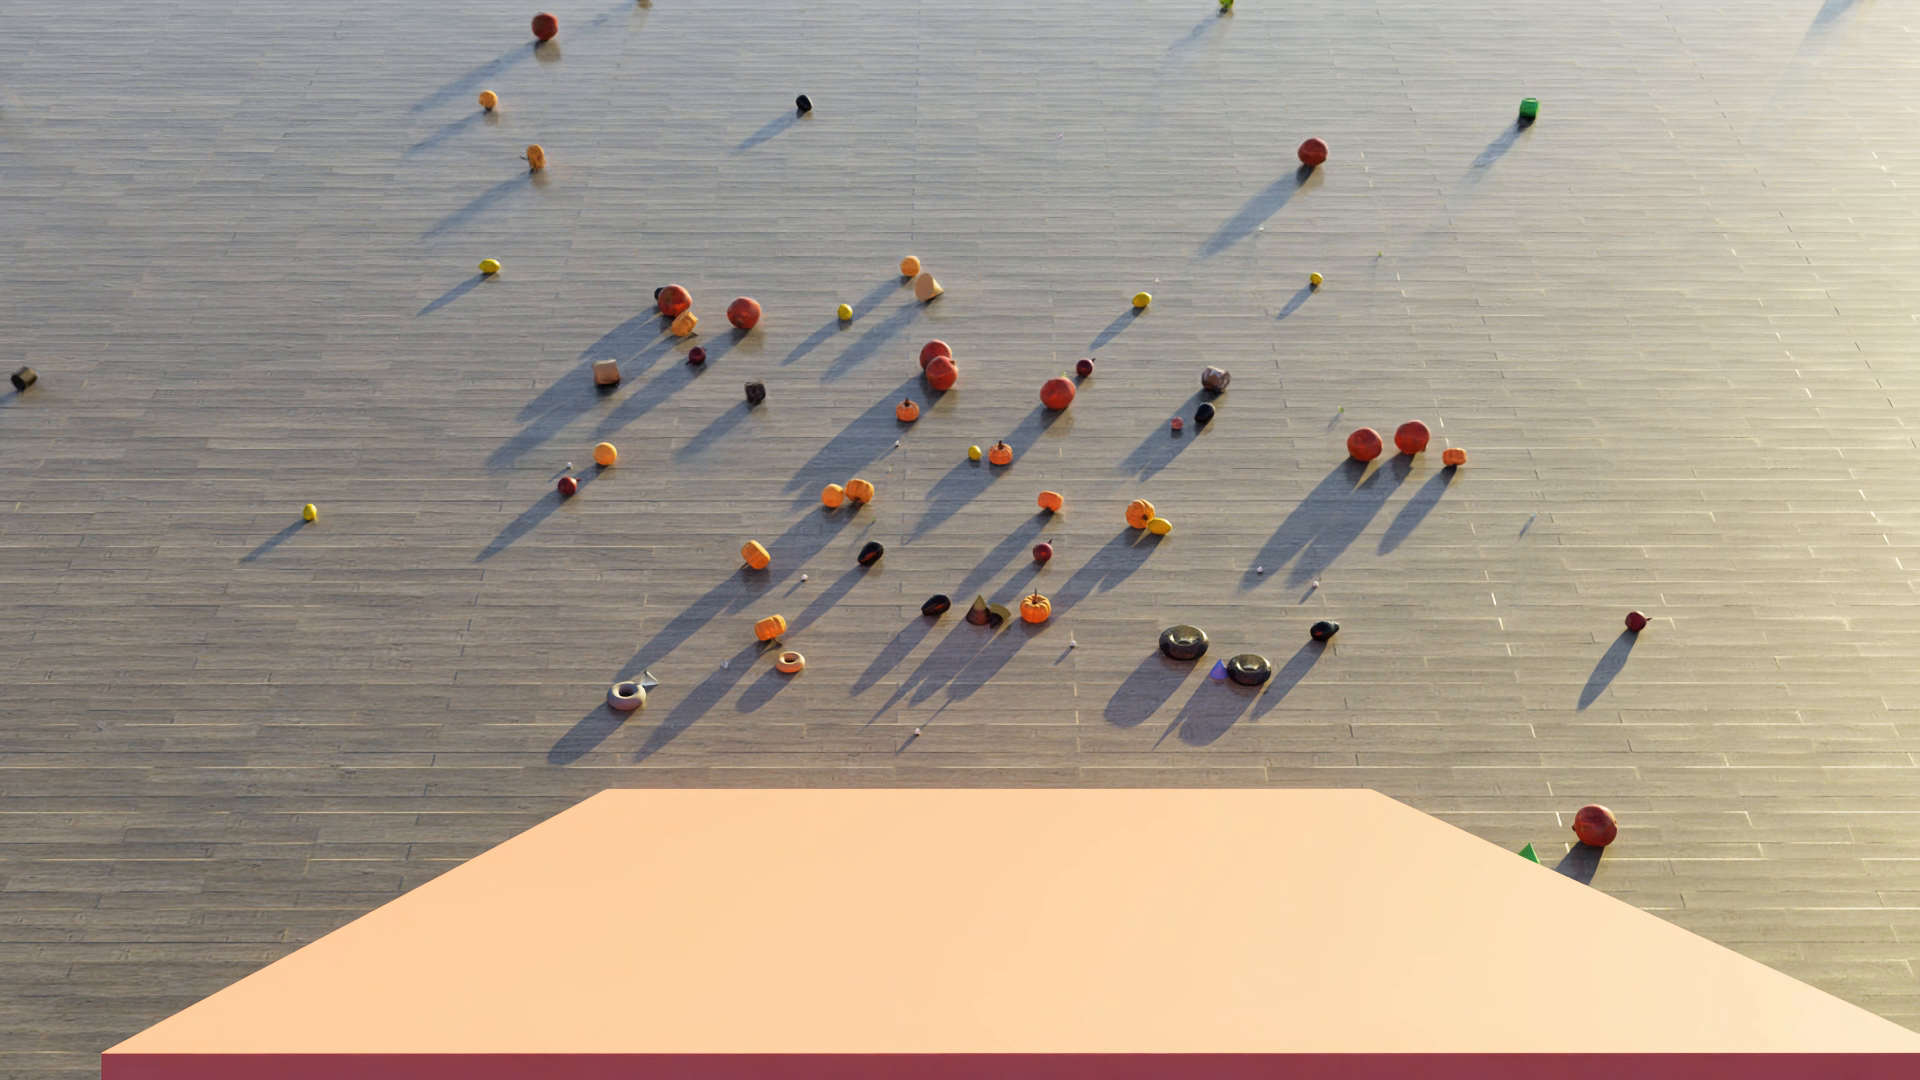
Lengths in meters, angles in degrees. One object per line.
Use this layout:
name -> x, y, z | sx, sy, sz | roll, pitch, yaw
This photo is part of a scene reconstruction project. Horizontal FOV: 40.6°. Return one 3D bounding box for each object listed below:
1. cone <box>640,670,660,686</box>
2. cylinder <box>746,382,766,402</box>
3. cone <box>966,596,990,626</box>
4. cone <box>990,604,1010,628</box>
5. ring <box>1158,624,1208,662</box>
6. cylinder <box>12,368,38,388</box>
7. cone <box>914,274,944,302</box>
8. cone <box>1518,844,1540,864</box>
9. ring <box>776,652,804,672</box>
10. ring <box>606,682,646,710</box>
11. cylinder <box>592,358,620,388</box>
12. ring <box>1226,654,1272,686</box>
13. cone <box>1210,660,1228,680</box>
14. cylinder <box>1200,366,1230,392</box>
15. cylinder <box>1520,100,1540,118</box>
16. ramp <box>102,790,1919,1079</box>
cone -> -0.867, 0.397, 7.298 | 0.050, 0.050, 0.050 | 19, 29, -20
cylinder -> -0.676, -0.491, 8.585 | 0.054, 0.054, 0.054 | -10, 35, -15
cone -> 0.057, 0.191, 7.549 | 0.082, 0.082, 0.082 | 0, 34, 0
cone -> 0.103, 0.230, 7.538 | 0.067, 0.067, 0.067 | 18, 65, 25
ring -> 0.640, 0.294, 7.427 | 0.143, 0.048, 0.143 | -1, 35, 1
cylinder -> -3.120, -0.539, 8.655 | 0.057, 0.057, 0.057 | 18, 29, 25
cone -> -0.090, -0.886, 9.180 | 0.098, 0.098, 0.098 | 6, 23, -44
cone -> 1.458, 0.801, 6.659 | 0.066, 0.066, 0.066 | 0, 34, 0
ring -> -0.483, 0.347, 7.367 | 0.084, 0.028, 0.084 | -1, 33, 0
ring -> -0.930, 0.434, 7.230 | 0.109, 0.036, 0.109 | 1, 33, 0
cylinder -> -1.183, -0.558, 8.668 | 0.074, 0.074, 0.074 | -25, 40, -13
ring -> 0.816, 0.366, 7.326 | 0.127, 0.042, 0.127 | 0, 35, 0
cone -> 0.734, 0.356, 7.330 | 0.054, 0.054, 0.054 | 0, 34, 0
cylinder -> 0.849, -0.535, 8.637 | 0.070, 0.070, 0.070 | 22, 40, 29
cylinder -> 2.286, -1.730, 10.412 | 0.066, 0.066, 0.066 | 14, 36, 19
ramp -> 0.075, 0.652, 4.792 | 2.000, 0.100, 4.000 | 0, -1, 0
